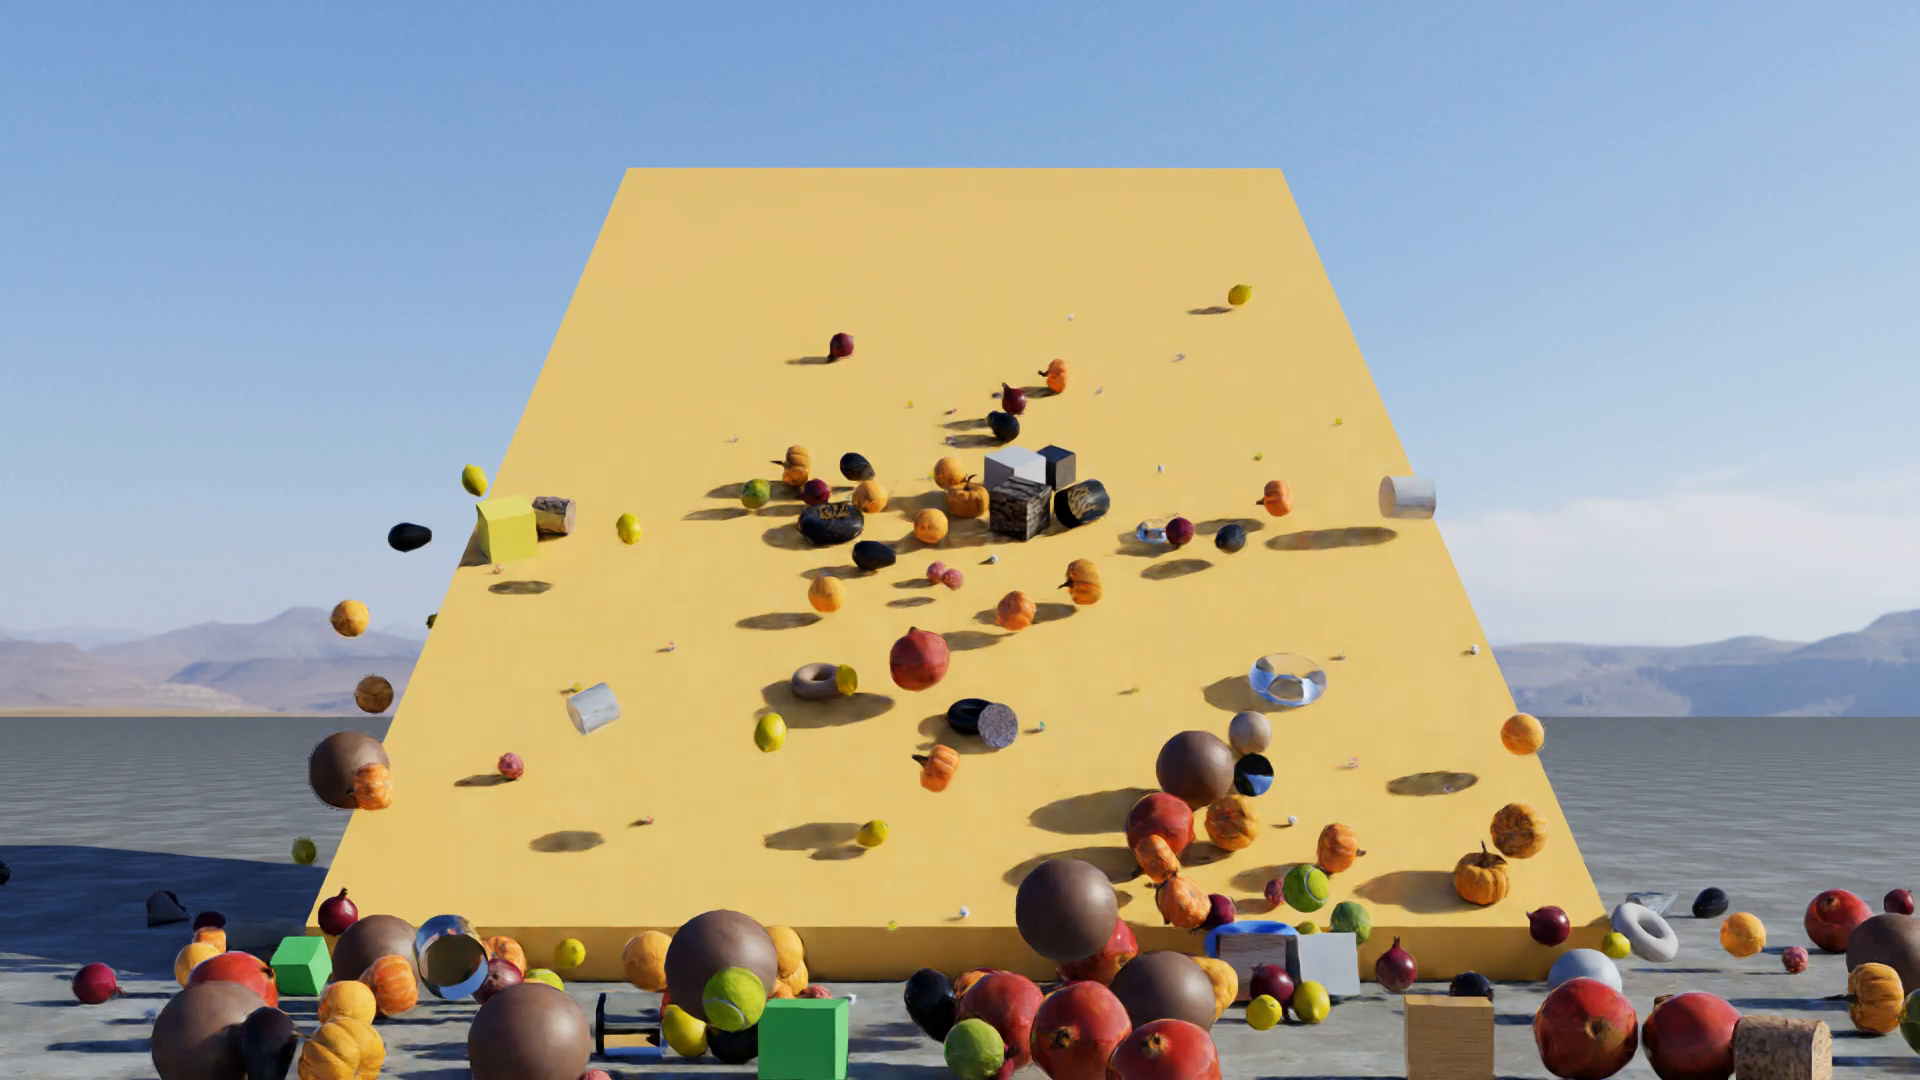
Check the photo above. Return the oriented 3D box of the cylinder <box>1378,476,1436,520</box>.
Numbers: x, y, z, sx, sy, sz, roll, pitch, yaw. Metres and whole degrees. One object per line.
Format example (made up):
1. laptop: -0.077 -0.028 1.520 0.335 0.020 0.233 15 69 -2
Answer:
1. cylinder: 0.920 -0.087 4.835 0.090 0.090 0.090 0 -4 -12

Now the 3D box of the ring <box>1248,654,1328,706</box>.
1. ring: 0.593 0.252 4.252 0.143 0.048 0.143 3 27 -2

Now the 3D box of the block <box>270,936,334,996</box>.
1. block: -0.967 0.625 3.451 0.061 0.061 0.061 -1 32 9

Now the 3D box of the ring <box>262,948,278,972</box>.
1. ring: -1.070 0.674 3.771 0.098 0.033 0.098 1 -3 0

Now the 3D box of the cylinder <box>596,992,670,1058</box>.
1. cylinder: -0.394 0.584 2.834 0.077 0.077 0.077 0 -4 2

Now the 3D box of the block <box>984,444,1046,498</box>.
1. block: 0.117 -0.136 5.006 0.092 0.092 0.092 -21 33 -37

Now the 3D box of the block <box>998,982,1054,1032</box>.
1. block: 0.087 0.614 3.092 0.056 0.056 0.056 -2 -5 24

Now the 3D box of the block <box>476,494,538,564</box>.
1. block: -0.916 -0.022 4.757 0.097 0.097 0.097 -11 28 -22

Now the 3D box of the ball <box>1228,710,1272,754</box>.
1. ball: 0.500 0.332 4.050 0.078 0.078 0.078 0 -4 0

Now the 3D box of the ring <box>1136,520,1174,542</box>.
1. ring: 0.401 -0.018 4.839 0.078 0.026 0.078 -3 28 2

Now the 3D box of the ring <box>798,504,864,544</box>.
1. ring: -0.265 -0.034 4.847 0.139 0.046 0.139 1 25 0

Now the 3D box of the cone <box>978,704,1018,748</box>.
1. cone: 0.084 0.322 4.109 0.078 0.078 0.078 -2 -1 26

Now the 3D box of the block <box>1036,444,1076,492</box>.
1. block: 0.201 -0.155 5.073 0.069 0.069 0.069 20 32 35

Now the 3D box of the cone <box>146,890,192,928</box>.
1. cone: -1.349 0.642 4.034 0.067 0.067 0.067 15 -5 -4

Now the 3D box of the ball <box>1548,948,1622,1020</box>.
1. ball: 0.843 0.599 3.172 0.096 0.096 0.096 0 -4 0

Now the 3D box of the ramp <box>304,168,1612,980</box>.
1. ramp: -0.009 -0.229 5.421 2.000 0.100 4.000 0 26 0

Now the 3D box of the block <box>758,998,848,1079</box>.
1. block: -0.176 0.567 2.657 0.087 0.087 0.087 0 -4 7

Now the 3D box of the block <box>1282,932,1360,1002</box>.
1. block: 0.512 0.610 3.358 0.086 0.086 0.086 1 -16 -12

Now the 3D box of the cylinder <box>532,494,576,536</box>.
1. cylinder: -0.836 -0.052 4.842 0.073 0.073 0.073 15 -3 5

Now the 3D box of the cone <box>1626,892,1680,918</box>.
1. cone: 1.305 0.677 4.386 0.088 0.088 0.088 -26 -3 -4

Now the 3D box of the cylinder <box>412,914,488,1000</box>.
1. cylinder: -0.571 0.466 2.632 0.076 0.076 0.076 1 8 -19

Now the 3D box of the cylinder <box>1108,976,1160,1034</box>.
1. cylinder: 0.225 0.602 3.037 0.055 0.055 0.055 -1 17 19

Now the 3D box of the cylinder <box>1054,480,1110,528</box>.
1. cylinder: 0.253 -0.076 4.891 0.083 0.083 0.083 -21 9 -37

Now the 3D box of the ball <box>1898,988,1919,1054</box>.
1. ball: 1.166 0.574 2.798 0.091 0.091 0.091 0 -4 0

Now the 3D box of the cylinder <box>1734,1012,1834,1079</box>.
1. cylinder: 0.896 0.561 2.557 0.082 0.082 0.082 1 -3 37

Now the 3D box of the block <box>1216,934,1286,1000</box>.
1. block: 0.413 0.607 3.346 0.091 0.091 0.091 0 -9 2

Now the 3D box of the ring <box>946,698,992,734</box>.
1. ring: 0.024 0.311 4.145 0.098 0.033 0.098 1 25 0

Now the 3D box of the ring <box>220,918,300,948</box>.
1. ring: -1.245 0.699 4.182 0.136 0.045 0.136 -1 -3 0

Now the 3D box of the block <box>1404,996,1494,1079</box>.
1. block: 0.546 0.562 2.630 0.092 0.092 0.092 -1 -4 8

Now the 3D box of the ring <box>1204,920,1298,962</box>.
1. ring: 0.436 0.601 3.496 0.145 0.048 0.145 -3 3 0

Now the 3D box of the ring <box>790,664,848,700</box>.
1. ring: -0.254 0.256 4.253 0.106 0.035 0.106 0 25 0

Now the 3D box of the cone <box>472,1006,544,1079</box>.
1. cone: -0.515 0.570 2.678 0.081 0.081 0.081 -1 -5 0

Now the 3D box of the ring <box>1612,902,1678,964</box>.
1. ring: 1.047 0.601 3.595 0.112 0.037 0.112 24 27 -13

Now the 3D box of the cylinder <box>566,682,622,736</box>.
1. cylinder: -0.573 0.263 3.675 0.063 0.063 0.063 -26 7 -24

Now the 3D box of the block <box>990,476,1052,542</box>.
1. block: 0.124 -0.065 4.859 0.092 0.092 0.092 16 30 30
